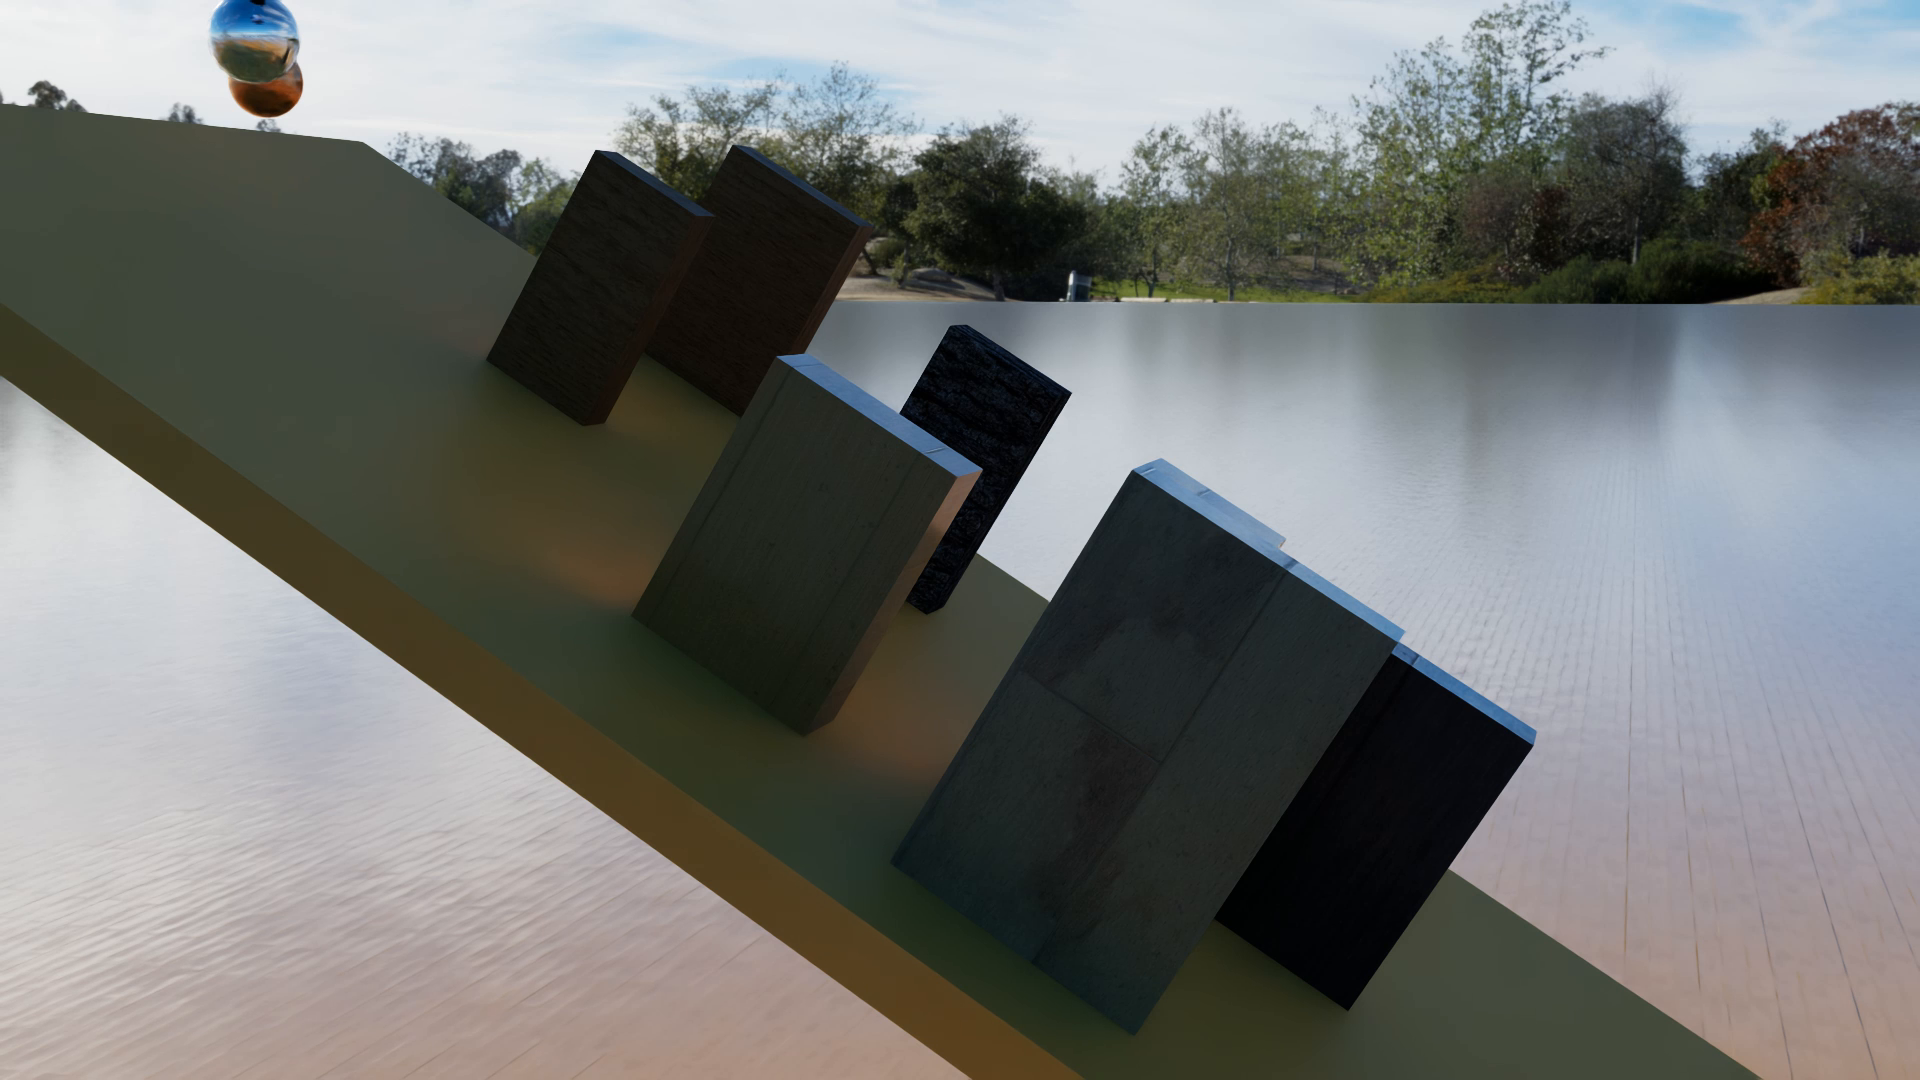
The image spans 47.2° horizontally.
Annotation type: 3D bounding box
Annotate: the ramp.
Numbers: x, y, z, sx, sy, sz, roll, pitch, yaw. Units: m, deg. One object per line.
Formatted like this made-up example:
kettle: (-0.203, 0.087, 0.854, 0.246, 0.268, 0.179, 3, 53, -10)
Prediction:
ramp: (-0.160, 0.265, 4.116, 4.000, 0.100, 2.000, 34, 15, 11)

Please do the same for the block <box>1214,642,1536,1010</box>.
block: (0.685, 0.473, 3.781, 0.338, 0.564, 0.122, 34, 15, 11)

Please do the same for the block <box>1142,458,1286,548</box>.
block: (0.248, 0.210, 3.614, 0.245, 0.652, 0.145, 34, 15, 11)

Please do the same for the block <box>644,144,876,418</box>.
block: (-0.482, -0.586, 5.044, 0.355, 0.521, 0.106, 34, 15, 11)

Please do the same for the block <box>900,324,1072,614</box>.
block: (-0.027, -0.144, 4.480, 0.262, 0.526, 0.114, 34, 15, 11)

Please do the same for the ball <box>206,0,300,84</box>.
ball: (-1.424, -1.013, 4.433, 0.183, 0.183, 0.183, 0, 7, 0)

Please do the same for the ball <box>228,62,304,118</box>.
ball: (-1.494, -0.988, 4.731, 0.156, 0.156, 0.156, 0, 7, 0)

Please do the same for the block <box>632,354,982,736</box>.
block: (-0.253, 0.005, 3.595, 0.354, 0.503, 0.141, 34, 15, 11)

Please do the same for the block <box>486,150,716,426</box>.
block: (-0.716, -0.500, 4.377, 0.248, 0.483, 0.097, 34, 15, 11)

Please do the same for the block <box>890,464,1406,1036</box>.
block: (0.265, 0.307, 3.222, 0.443, 0.705, 0.103, 34, 15, 11)
